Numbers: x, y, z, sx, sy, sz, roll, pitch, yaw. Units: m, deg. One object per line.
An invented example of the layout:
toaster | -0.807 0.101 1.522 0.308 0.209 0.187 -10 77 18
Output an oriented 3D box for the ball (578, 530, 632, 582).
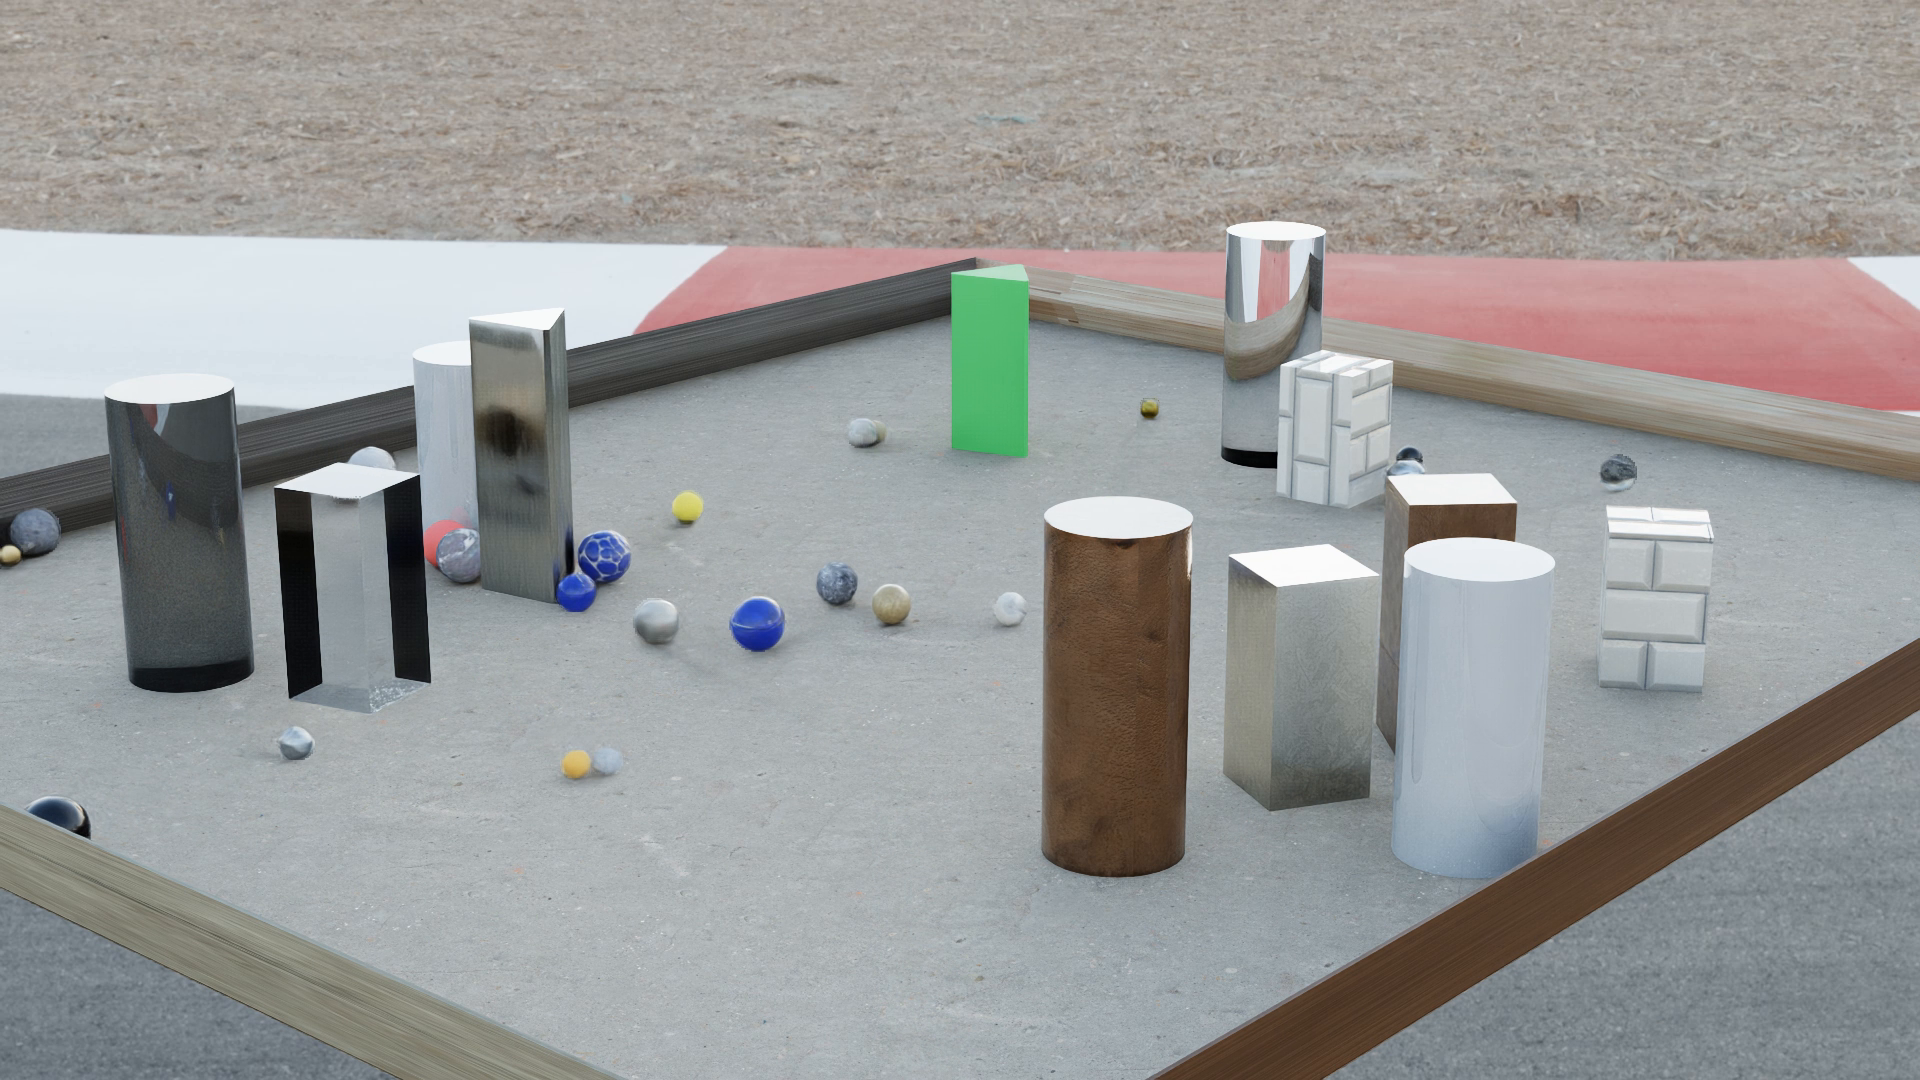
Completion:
ball | -0.629 0.029 5.195 0.095 0.095 0.095 0 17 0

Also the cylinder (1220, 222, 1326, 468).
cylinder | 0.635 -0.397 5.960 0.198 0.469 0.198 0 17 0

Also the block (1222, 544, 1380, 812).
block | 0.488 0.196 4.220 0.159 0.336 0.159 -6 18 -19

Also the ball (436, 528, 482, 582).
ball | -0.879 0.027 5.194 0.097 0.097 0.097 0 17 0

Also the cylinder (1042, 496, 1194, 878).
cylinder | 0.211 0.197 3.972 0.198 0.477 0.198 0 17 0

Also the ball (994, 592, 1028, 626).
ball | 0.087 0.116 4.971 0.056 0.056 0.056 0 17 0

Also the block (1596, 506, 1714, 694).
block | 1.112 0.093 4.699 0.159 0.257 0.159 3 17 10

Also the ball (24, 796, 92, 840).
ball | -1.228 0.395 3.974 0.098 0.098 0.098 0 17 0

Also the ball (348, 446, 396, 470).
ball | -1.151 -0.135 5.738 0.095 0.095 0.095 0 17 0

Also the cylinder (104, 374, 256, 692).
cylinder | -1.242 -0.012 4.676 0.198 0.472 0.198 0 17 0

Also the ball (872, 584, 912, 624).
ball | -0.115 0.109 4.977 0.067 0.067 0.067 0 17 0

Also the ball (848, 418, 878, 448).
ball | -0.202 -0.223 6.087 0.061 0.061 0.061 0 17 0

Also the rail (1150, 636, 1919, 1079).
rail | 1.128 0.315 4.182 0.045 0.129 3.616 14 22 39

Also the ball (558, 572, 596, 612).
ball | -0.658 0.089 5.041 0.068 0.068 0.068 0 17 0

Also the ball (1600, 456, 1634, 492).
ball | 1.292 -0.130 5.768 0.067 0.067 0.067 0 17 0

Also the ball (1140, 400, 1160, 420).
ball | 0.408 -0.280 6.313 0.041 0.041 0.041 0 17 0

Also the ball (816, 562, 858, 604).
ball | -0.214 0.075 5.079 0.073 0.073 0.073 0 17 0

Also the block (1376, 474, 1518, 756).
block | 0.726 0.114 4.390 0.159 0.395 0.159 -1 17 -4

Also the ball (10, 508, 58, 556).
ball | -1.691 -0.014 5.356 0.085 0.085 0.085 0 17 0

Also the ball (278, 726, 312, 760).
ball | -0.989 0.302 4.366 0.049 0.049 0.049 0 17 0

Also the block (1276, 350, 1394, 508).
block | 0.731 -0.217 5.720 0.159 0.262 0.159 12 21 35

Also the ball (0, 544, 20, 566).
ball | -1.715 0.029 5.290 0.040 0.040 0.040 0 17 0

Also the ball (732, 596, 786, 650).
ball | -0.333 0.137 4.842 0.090 0.090 0.090 0 17 0

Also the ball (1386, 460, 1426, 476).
ball | 0.868 -0.116 5.699 0.081 0.081 0.081 0 17 0

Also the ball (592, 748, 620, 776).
ball | -0.519 0.325 4.305 0.040 0.040 0.040 0 17 0

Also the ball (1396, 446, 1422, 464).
ball | 0.905 -0.163 5.904 0.053 0.053 0.053 0 17 0

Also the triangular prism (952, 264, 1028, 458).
triangular prism | 0.092 -0.376 6.066 0.172 0.368 0.149 8 19 26

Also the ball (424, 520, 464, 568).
ball | -0.924 0.008 5.274 0.089 0.089 0.089 0 17 0

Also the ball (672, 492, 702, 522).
ball | -0.517 -0.062 5.559 0.057 0.057 0.057 0 17 0

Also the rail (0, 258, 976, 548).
rail | -1.128 -0.250 6.058 0.045 0.129 3.616 14 22 39

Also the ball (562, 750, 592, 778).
ball | -0.561 0.328 4.294 0.042 0.042 0.042 0 17 0

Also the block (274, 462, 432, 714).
block | -0.952 0.074 4.605 0.159 0.348 0.159 8 18 25

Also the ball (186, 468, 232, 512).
ball | -1.442 -0.097 5.631 0.084 0.084 0.084 0 17 0

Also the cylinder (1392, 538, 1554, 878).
cylinder | 0.694 0.226 3.977 0.198 0.419 0.198 0 17 0

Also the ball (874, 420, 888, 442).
ball | -0.173 -0.227 6.134 0.043 0.043 0.043 0 17 0

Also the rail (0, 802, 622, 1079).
rail | -1.170 0.421 3.830 3.036 0.129 0.045 14 22 39

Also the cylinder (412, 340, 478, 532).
cylinder | -0.892 -0.165 5.368 0.198 0.365 0.198 0 17 0

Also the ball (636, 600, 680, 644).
ball | -0.504 0.135 4.877 0.073 0.073 0.073 0 17 0

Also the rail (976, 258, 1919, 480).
rail | 1.170 -0.356 6.410 3.036 0.129 0.045 14 22 39

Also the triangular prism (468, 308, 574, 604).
triangular prism | -0.731 -0.153 5.120 0.172 0.487 0.149 10 20 30
